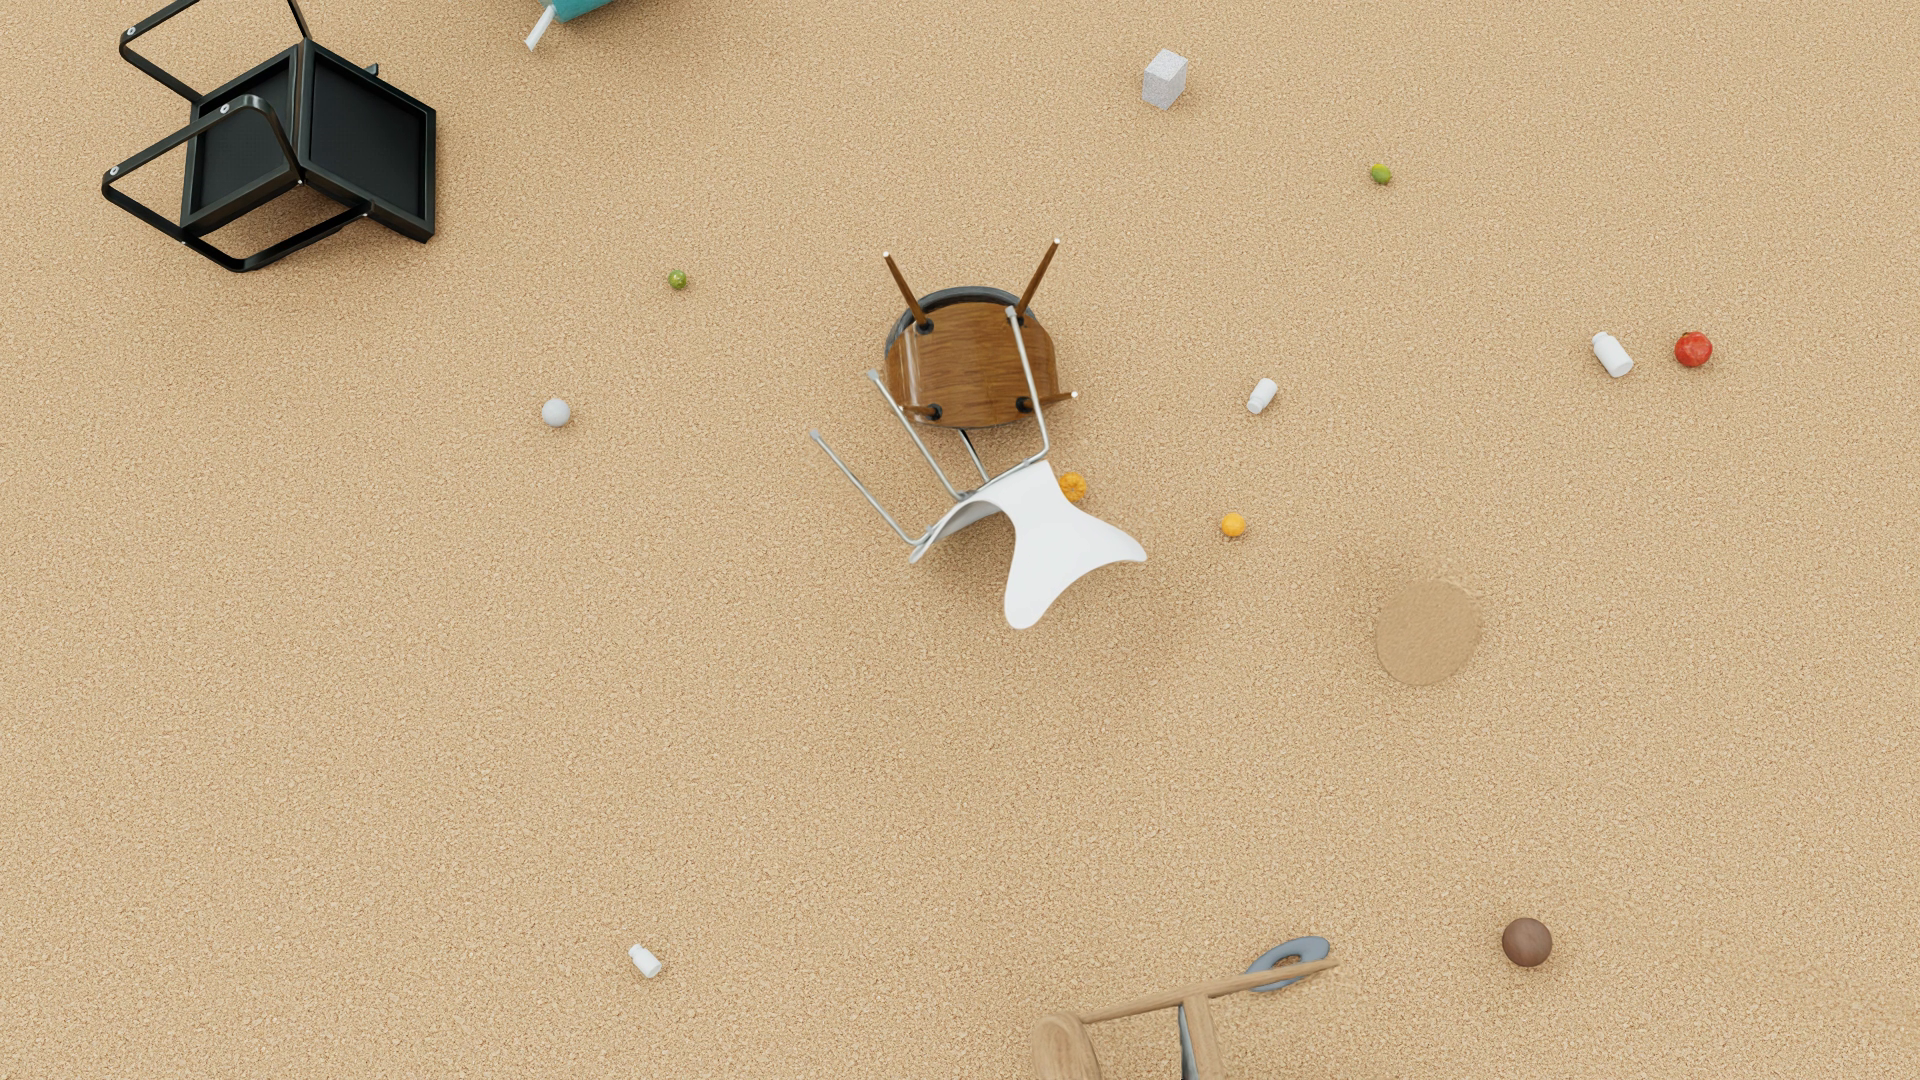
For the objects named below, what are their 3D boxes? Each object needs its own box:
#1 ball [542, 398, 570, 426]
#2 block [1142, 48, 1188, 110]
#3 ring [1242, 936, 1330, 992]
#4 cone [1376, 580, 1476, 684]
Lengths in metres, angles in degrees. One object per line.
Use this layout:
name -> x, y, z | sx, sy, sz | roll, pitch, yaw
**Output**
ball -> -1.247, -0.393, 6.785 | 0.088, 0.088, 0.088 | 0, 56, 0
block -> 0.703, -1.581, 7.552 | 0.099, 0.138, 0.126 | 29, 61, 18
ring -> 0.861, 1.118, 5.801 | 0.264, 0.039, 0.108 | -24, 59, -15
cone -> 1.294, 0.240, 6.340 | 0.325, 0.308, 0.196 | 0, 14, -20
